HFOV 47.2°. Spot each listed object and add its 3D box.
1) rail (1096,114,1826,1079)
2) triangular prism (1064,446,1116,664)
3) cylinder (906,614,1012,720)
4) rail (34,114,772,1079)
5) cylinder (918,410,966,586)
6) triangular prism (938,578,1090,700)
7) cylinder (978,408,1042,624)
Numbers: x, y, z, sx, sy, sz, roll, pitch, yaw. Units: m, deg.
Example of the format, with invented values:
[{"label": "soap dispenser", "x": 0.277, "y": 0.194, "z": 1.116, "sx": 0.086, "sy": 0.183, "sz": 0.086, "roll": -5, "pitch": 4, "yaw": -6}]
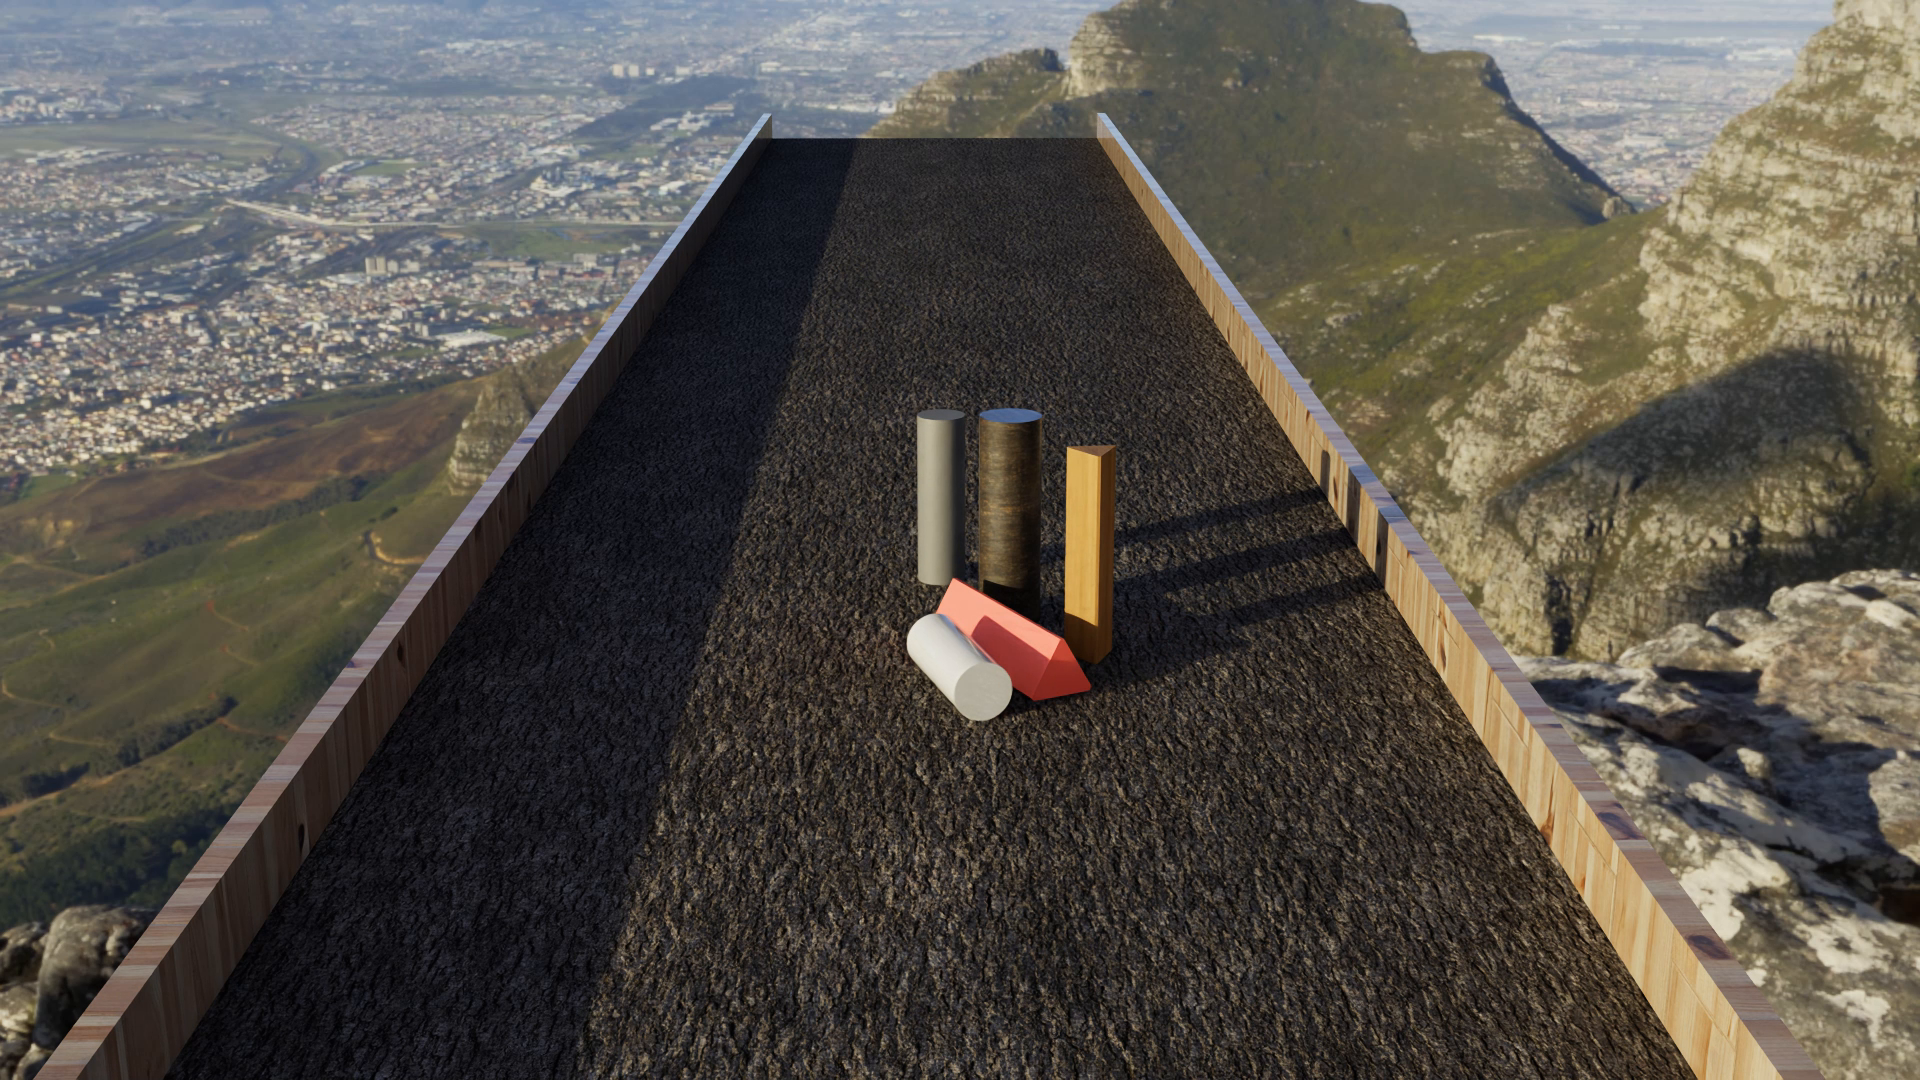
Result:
[{"label": "rail", "x": 0.932, "y": -0.844, "z": 7.801, "sx": 0.050, "sy": 0.150, "sz": 12.000, "roll": 0, "pitch": 17, "yaw": -1}, {"label": "triangular prism", "x": 0.275, "y": 0.025, "z": 4.392, "sx": 0.084, "sy": 0.428, "sz": 0.097, "roll": -12, "pitch": 21, "yaw": -36}, {"label": "cylinder", "x": -0.004, "y": 0.241, "z": 4.216, "sx": 0.115, "sy": 0.115, "sz": 0.302, "roll": -5, "pitch": 17, "yaw": -17}, {"label": "rail", "x": -1.118, "y": -0.838, "z": 7.780, "sx": 0.050, "sy": 0.150, "sz": 12.000, "roll": 0, "pitch": 17, "yaw": -1}, {"label": "cylinder", "x": -0.041, "y": -0.095, "z": 4.886, "sx": 0.106, "sy": 0.376, "sz": 0.106, "roll": 0, "pitch": 17, "yaw": 0}, {"label": "triangular prism", "x": 0.092, "y": 0.187, "z": 4.389, "sx": 0.131, "sy": 0.113, "sz": 0.438, "roll": -9, "pitch": 19, "yaw": -27}, {"label": "cylinder", "x": 0.104, "y": -0.045, "z": 4.605, "sx": 0.131, "sy": 0.442, "sz": 0.131, "roll": 0, "pitch": 17, "yaw": 0}]
